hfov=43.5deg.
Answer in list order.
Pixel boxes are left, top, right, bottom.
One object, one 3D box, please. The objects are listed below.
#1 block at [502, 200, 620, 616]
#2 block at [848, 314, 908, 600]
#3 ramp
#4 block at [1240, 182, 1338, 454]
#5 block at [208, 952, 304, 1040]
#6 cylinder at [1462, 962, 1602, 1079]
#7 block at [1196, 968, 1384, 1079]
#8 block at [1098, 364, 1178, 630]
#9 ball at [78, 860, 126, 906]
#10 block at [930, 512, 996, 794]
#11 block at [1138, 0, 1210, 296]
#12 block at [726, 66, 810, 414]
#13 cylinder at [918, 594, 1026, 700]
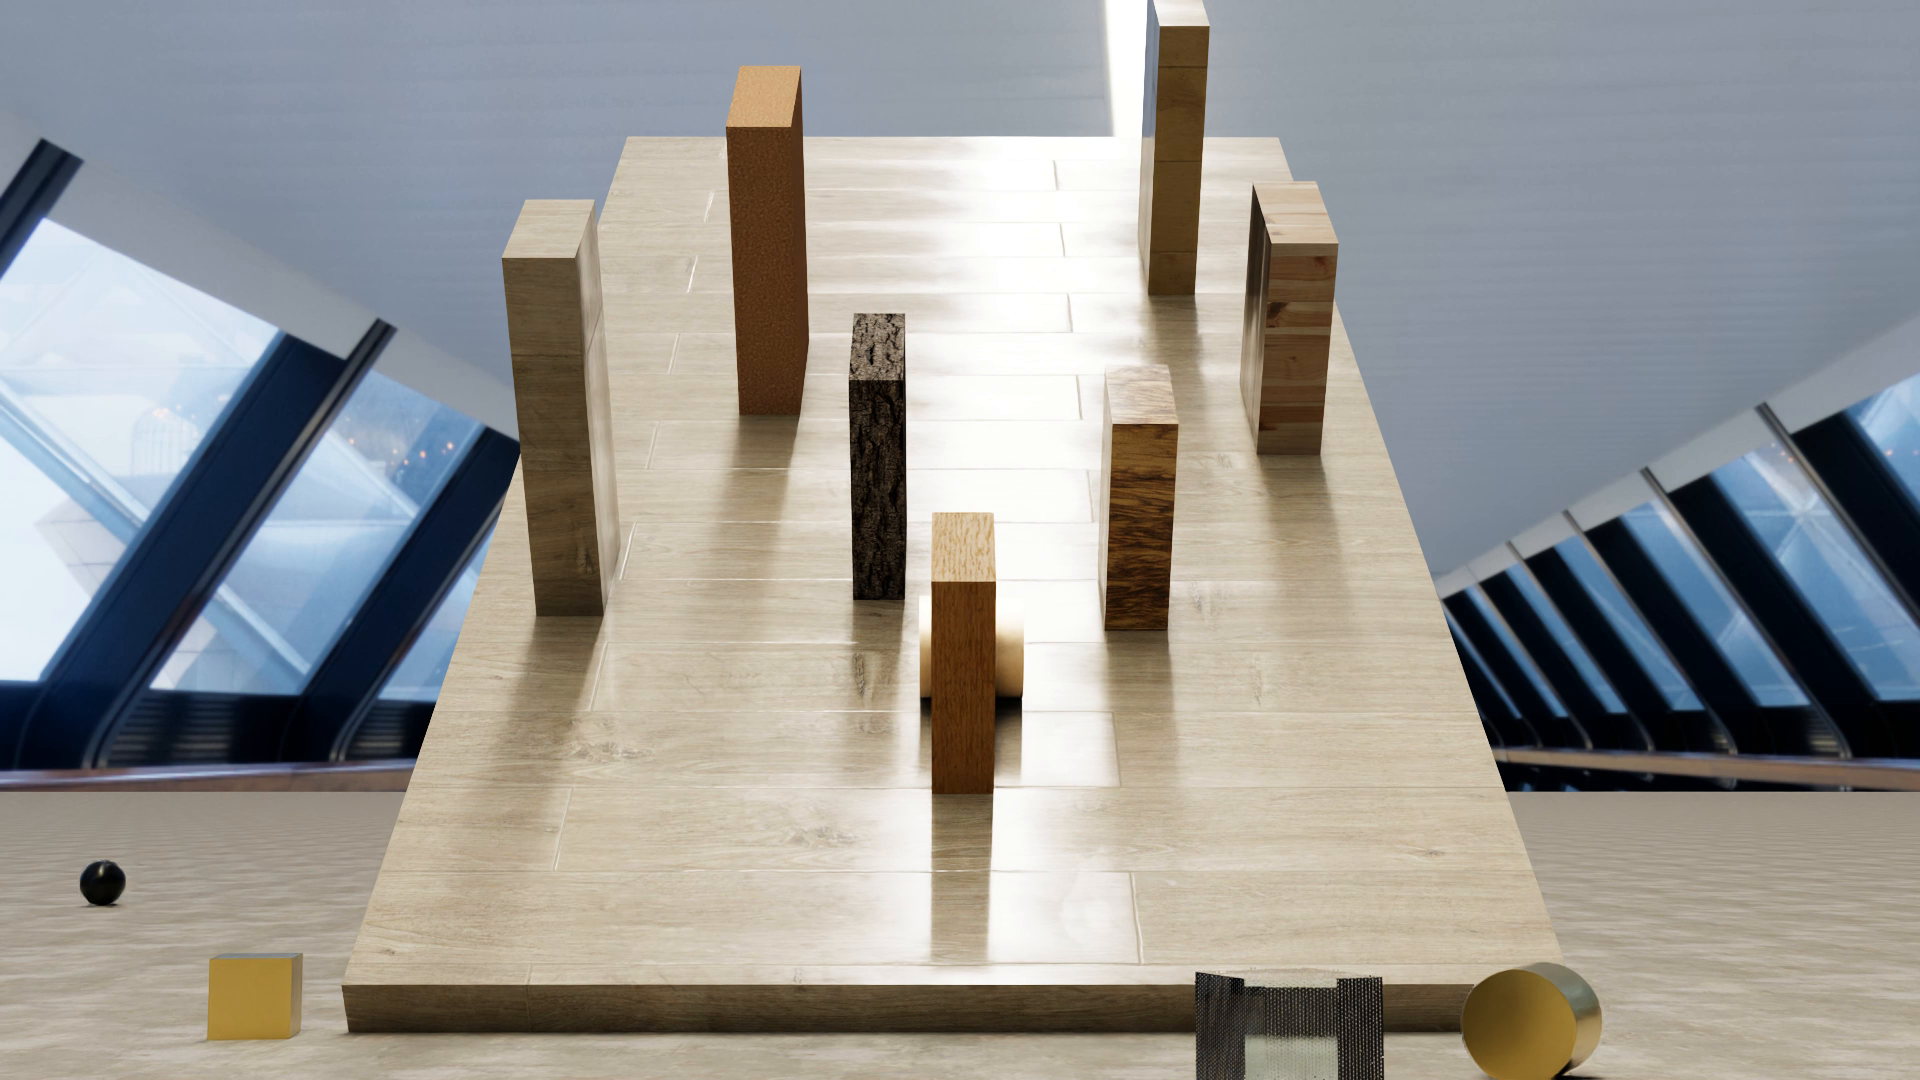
[{"bbox_3d":[-0.795,-0.261,4.847,0.137,0.788,0.299,0,29,0],"label":"block"},{"bbox_3d":[-0.167,-0.174,4.988,0.107,0.502,0.322,0,29,0],"label":"block"},{"bbox_3d":[-0.013,-0.215,5.676,2.000,0.100,4.000,0,29,0],"label":"ramp"},{"bbox_3d":[0.757,-0.517,5.583,0.147,0.523,0.378,0,29,0],"label":"block"},{"bbox_3d":[-1.143,0.739,3.905,0.128,0.128,0.128,1,-6,-7],"label":"block"},{"bbox_3d":[0.790,0.666,3.317,0.155,0.155,0.155,-3,-7,28],"label":"cylinder"},{"bbox_3d":[0.409,0.627,2.999,0.168,0.168,0.168,3,-6,-24],"label":"block"},{"bbox_3d":[0.356,-0.086,4.869,0.128,0.468,0.267,0,29,0],"label":"block"},{"bbox_3d":[-2.896,1.158,8.127,0.152,0.152,0.152,0,-6,0],"label":"ball"},{"bbox_3d":[0.005,0.205,4.370,0.113,0.448,0.250,0,29,0],"label":"block"},{"bbox_3d":[0.558,-1.063,6.344,0.124,0.727,0.410,0,29,0],"label":"block"},{"bbox_3d":[-0.452,-0.715,5.729,0.145,0.716,0.428,0,29,0],"label":"block"},{"bbox_3d":[0.022,0.205,4.626,0.198,0.198,0.198,-1,-6,-1],"label":"cylinder"}]
